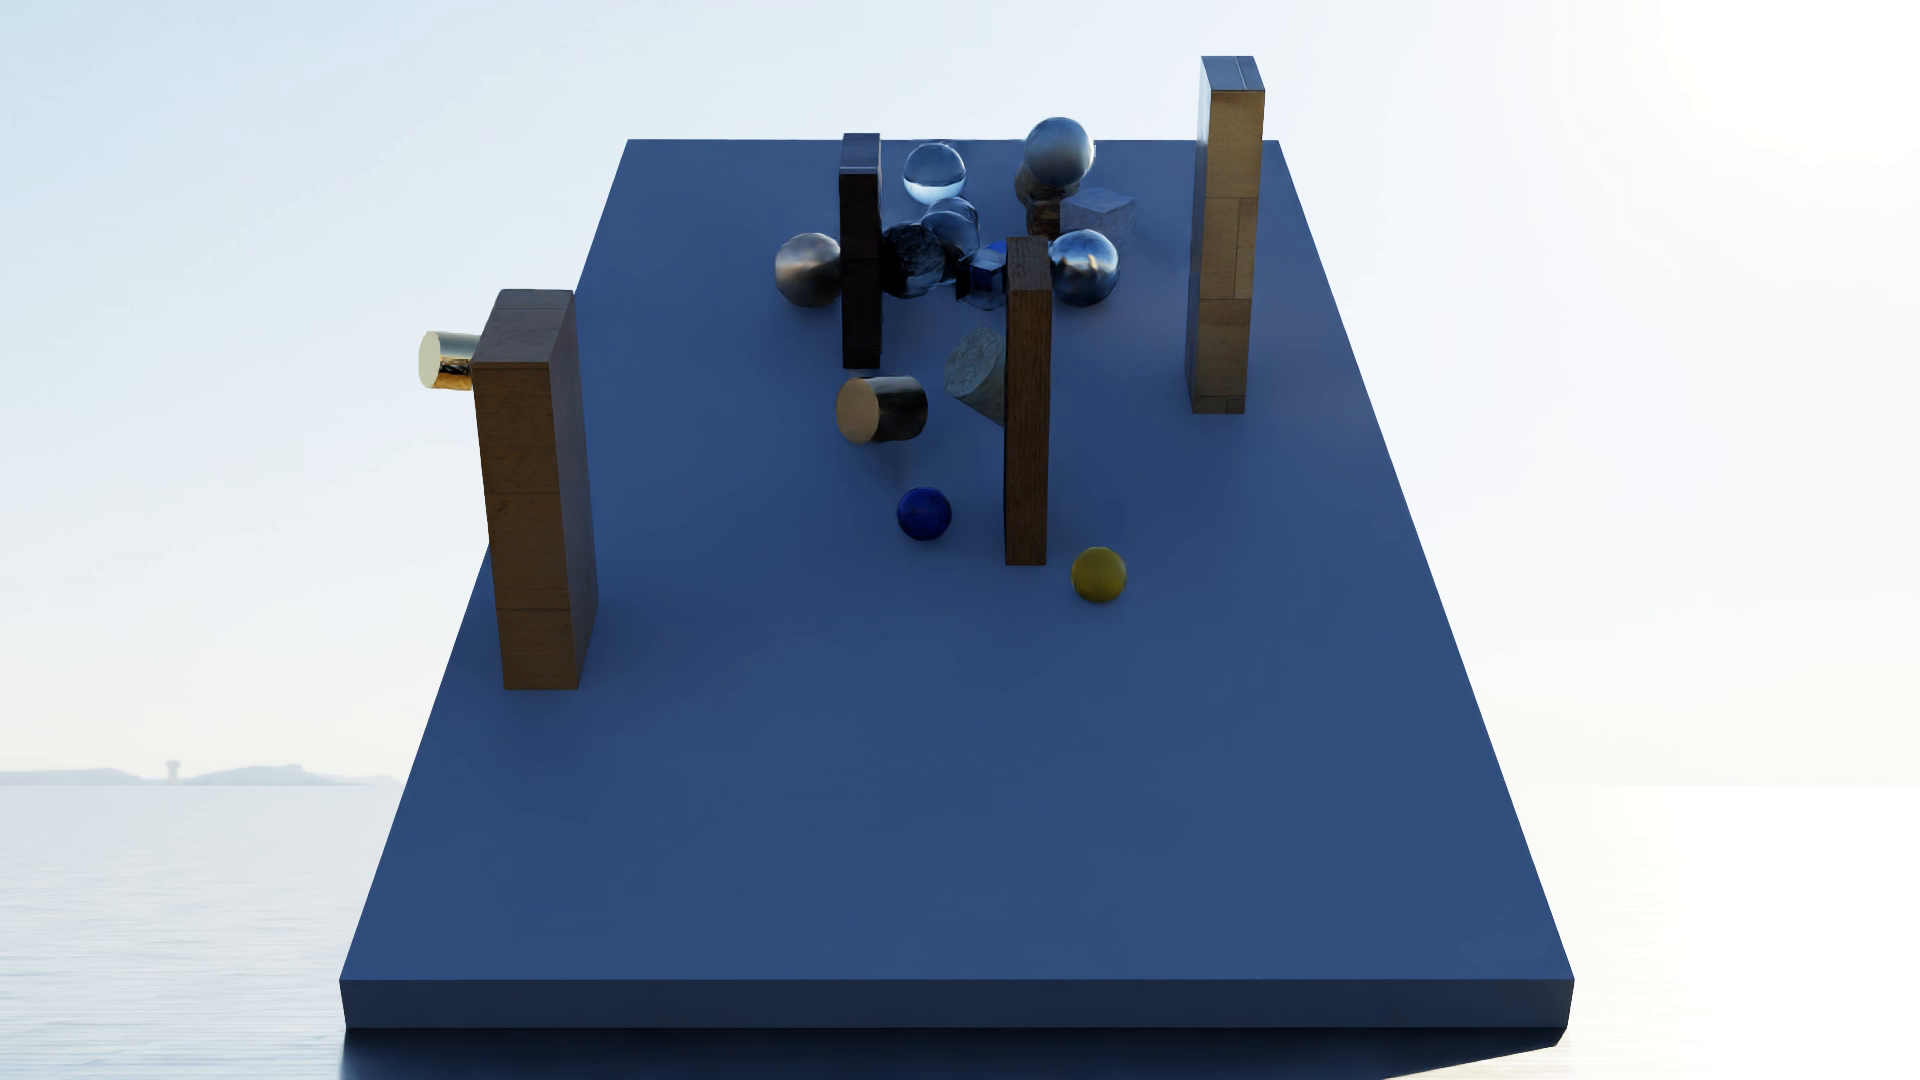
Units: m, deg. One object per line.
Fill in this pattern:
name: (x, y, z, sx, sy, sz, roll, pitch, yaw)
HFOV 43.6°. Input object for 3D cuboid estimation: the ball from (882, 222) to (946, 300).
ball: (-0.136, -0.720, 6.182, 0.198, 0.198, 0.198, 0, -6, 0)

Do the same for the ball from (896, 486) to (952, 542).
ball: (-0.076, -0.056, 5.142, 0.118, 0.118, 0.118, 0, -6, 0)

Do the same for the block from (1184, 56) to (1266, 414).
block: (0.615, -0.709, 5.622, 0.121, 0.797, 0.249, 0, 29, 0)

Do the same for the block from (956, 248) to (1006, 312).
block: (0.070, -0.680, 6.270, 0.114, 0.114, 0.114, 21, 35, 32)

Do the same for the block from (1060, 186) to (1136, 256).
block: (0.377, -0.862, 6.565, 0.147, 0.147, 0.147, 24, 37, 36)

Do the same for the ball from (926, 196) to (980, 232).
ball: (-0.023, -0.862, 6.559, 0.152, 0.152, 0.152, 0, -6, 0)

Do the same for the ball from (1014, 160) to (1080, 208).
ball: (0.246, -1.011, 6.794, 0.185, 0.185, 0.185, 0, -6, 0)

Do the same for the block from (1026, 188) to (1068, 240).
block: (0.246, -0.904, 6.683, 0.107, 0.107, 0.107, -5, 30, -9)

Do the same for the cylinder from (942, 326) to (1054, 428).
cylinder: (0.085, -0.362, 5.388, 0.175, 0.175, 0.175, 30, -23, -35)

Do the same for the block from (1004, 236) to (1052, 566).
block: (0.139, -0.289, 5.036, 0.084, 0.629, 0.280, 0, 29, 0)

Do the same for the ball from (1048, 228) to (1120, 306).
ball: (0.315, -0.706, 6.228, 0.202, 0.202, 0.202, 0, -6, 0)

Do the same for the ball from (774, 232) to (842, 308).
ball: (-0.386, -0.699, 6.217, 0.195, 0.195, 0.195, 0, -6, 0)

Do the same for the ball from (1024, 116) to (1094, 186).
ball: (0.271, -1.069, 6.613, 0.192, 0.192, 0.192, 0, -6, 0)

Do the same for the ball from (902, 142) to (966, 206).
ball: (-0.074, -1.042, 6.852, 0.181, 0.181, 0.181, 0, -6, 0)

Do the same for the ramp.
ramp: (-0.012, -0.217, 5.656, 2.000, 0.100, 4.000, 0, 29, 0)

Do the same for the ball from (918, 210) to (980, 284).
ball: (-0.042, -0.772, 6.347, 0.195, 0.195, 0.195, 0, -6, 0)

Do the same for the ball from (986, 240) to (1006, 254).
ball: (0.111, -0.736, 6.369, 0.115, 0.115, 0.115, 0, -6, 0)

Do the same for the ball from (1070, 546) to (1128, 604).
ball: (0.284, 0.071, 4.915, 0.117, 0.117, 0.117, 0, -6, 0)

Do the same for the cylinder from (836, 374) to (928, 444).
cylinder: (-0.178, -0.298, 5.463, 0.150, 0.150, 0.150, -7, 1, -44)

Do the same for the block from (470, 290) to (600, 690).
block: (-0.809, -0.095, 4.613, 0.140, 0.695, 0.331, 0, 29, 0)

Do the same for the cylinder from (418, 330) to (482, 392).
cylinder: (-1.200, -0.426, 5.723, 0.138, 0.138, 0.138, 2, -6, -35)

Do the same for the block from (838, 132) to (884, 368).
block: (-0.242, -0.715, 5.929, 0.092, 0.505, 0.290, 0, 29, 0)
